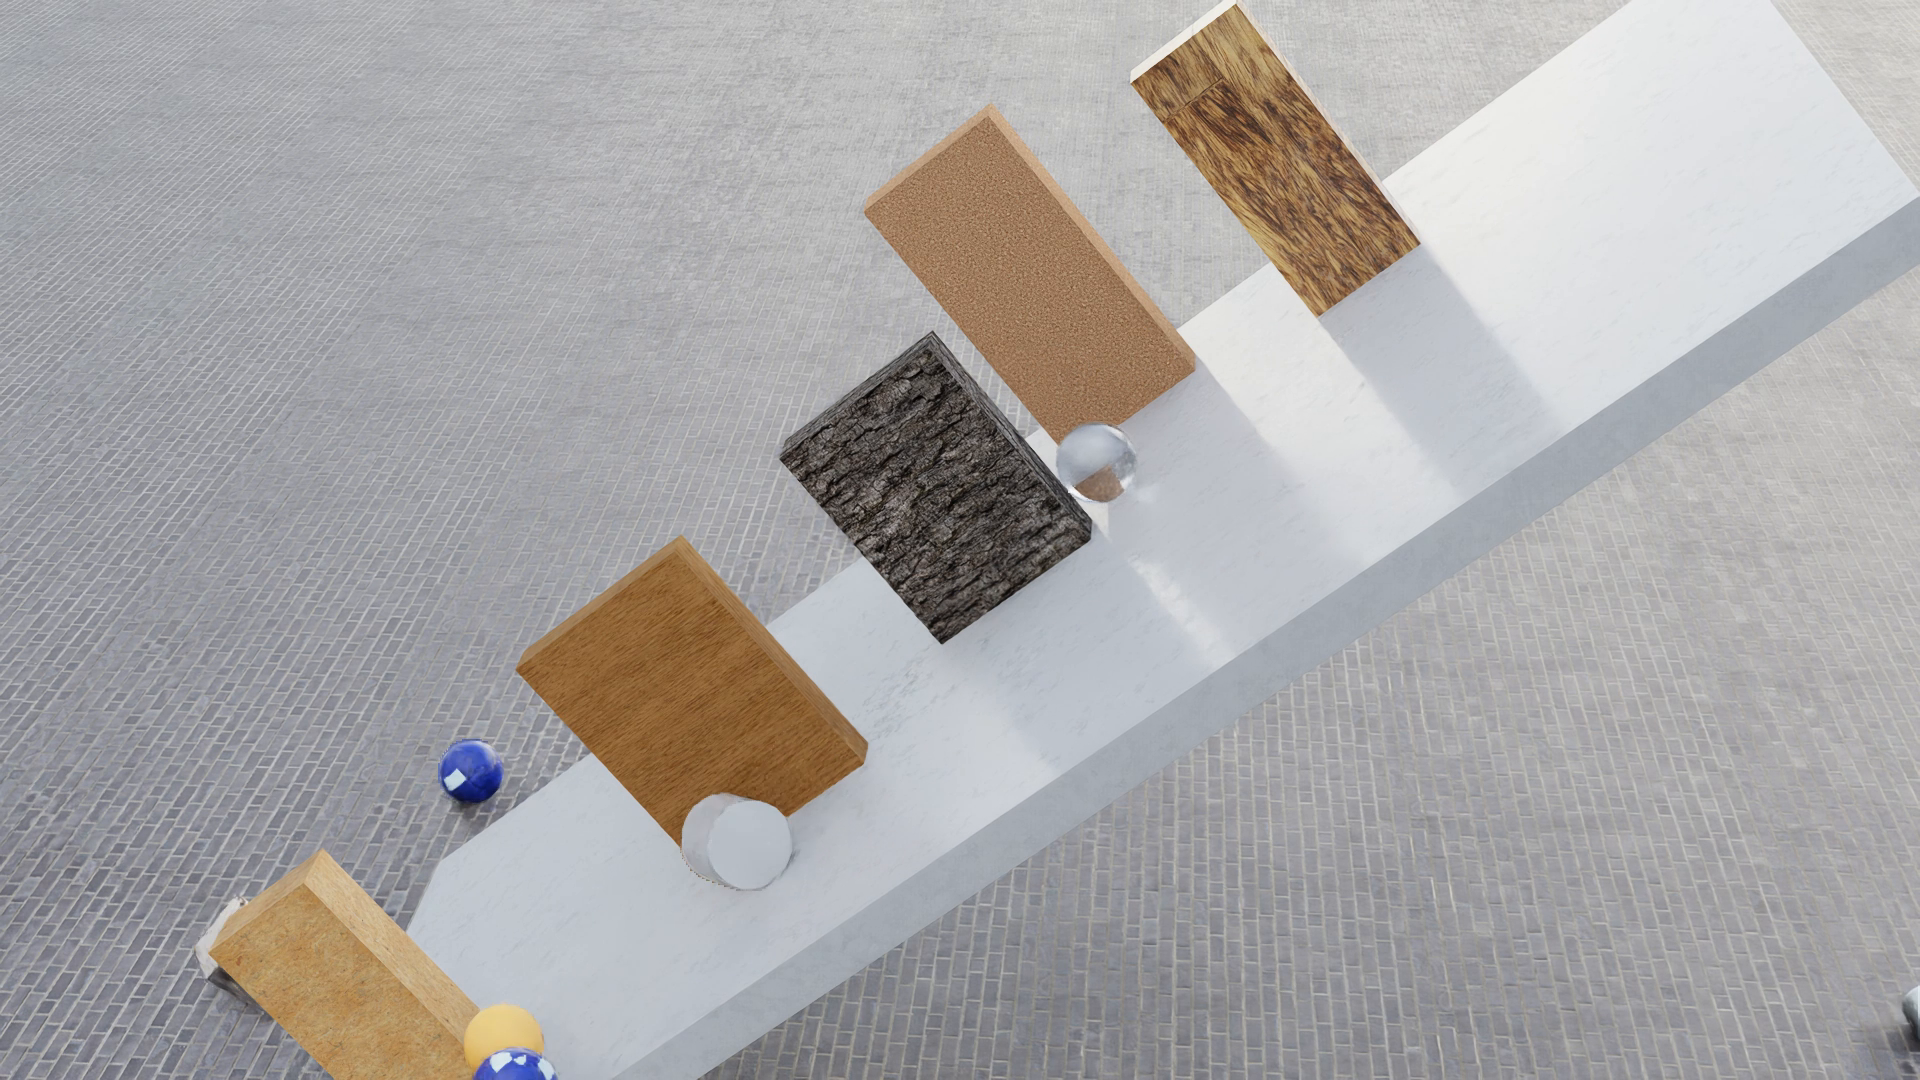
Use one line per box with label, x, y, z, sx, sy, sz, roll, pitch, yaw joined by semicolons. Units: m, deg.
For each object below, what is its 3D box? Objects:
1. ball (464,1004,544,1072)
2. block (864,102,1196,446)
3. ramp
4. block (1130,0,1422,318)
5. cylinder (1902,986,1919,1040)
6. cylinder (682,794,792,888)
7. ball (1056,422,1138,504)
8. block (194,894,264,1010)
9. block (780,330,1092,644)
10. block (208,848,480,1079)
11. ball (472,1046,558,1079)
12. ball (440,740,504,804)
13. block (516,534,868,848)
ball;-0.915;1.009;5.894;0.160;0.160;0.160;0;24;0
block;0.164;-0.587;6.740;0.365;0.758;0.115;-36;16;18
ramp;0.122;0.184;6.337;4.000;0.100;2.000;-36;16;18
block;0.683;-0.827;6.353;0.279;0.665;0.106;-36;16;18
cylinder;2.377;1.165;7.194;0.111;0.111;0.111;-1;24;-3
cylinder;-0.456;0.613;5.999;0.179;0.179;0.179;-10;4;-23
ball;0.296;-0.167;6.372;0.176;0.176;0.176;0;24;0
block;-1.773;1.028;7.335;0.172;0.172;0.172;37;1;-31
block;-0.049;-0.108;6.323;0.412;0.549;0.110;-36;16;18
block;-1.197;0.951;5.983;0.270;0.625;0.139;-36;16;18
ball;-0.865;1.072;5.718;0.173;0.173;0.173;0;24;0
ball;-1.376;0.654;8.287;0.177;0.177;0.177;0;24;0
block;-0.558;0.350;6.161;0.443;0.606;0.090;-36;16;18
